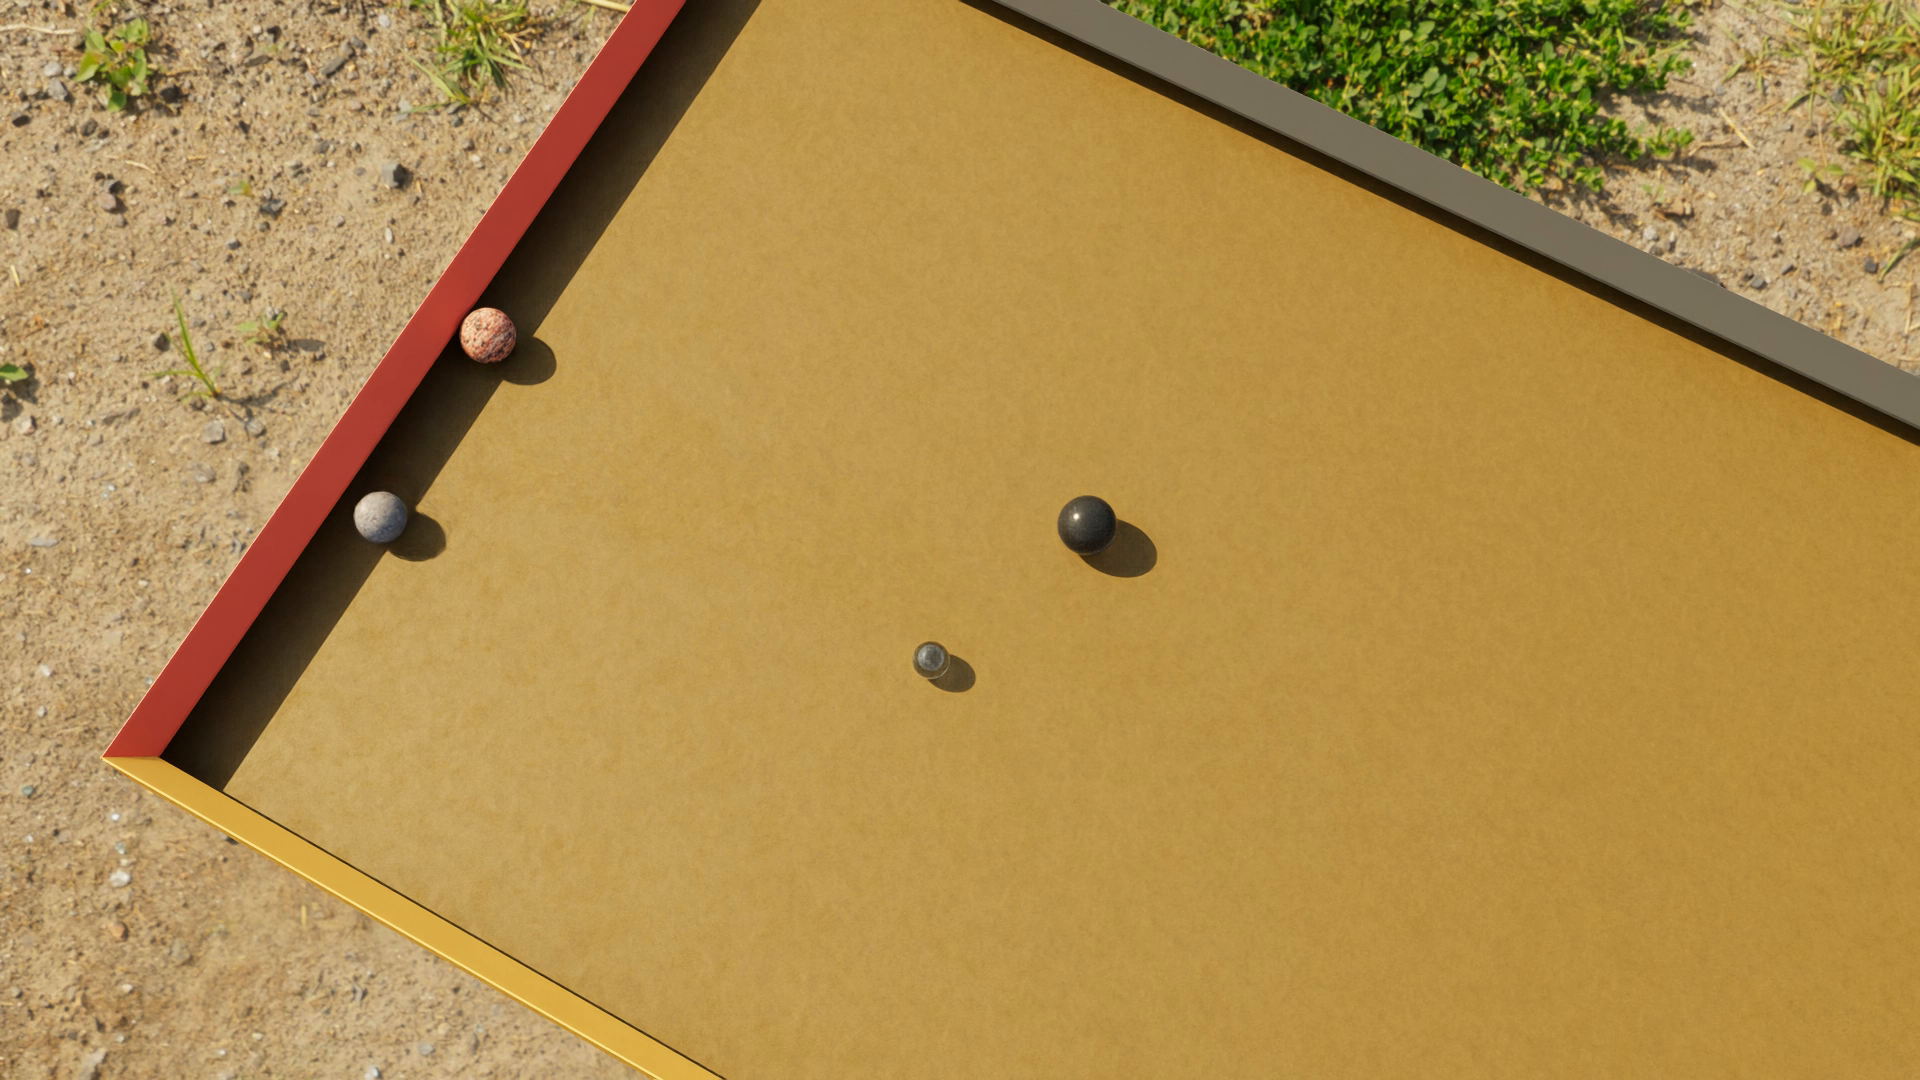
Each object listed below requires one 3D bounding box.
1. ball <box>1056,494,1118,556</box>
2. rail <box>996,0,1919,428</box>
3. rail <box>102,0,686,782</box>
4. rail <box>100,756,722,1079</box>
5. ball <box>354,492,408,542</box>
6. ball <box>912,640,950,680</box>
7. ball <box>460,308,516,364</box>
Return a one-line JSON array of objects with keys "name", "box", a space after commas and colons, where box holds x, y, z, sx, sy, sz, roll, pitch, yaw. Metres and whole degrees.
[{"name": "ball", "box": [0.200, -0.023, 3.453, 0.095, 0.095, 0.095, 0, 69, 0]}, {"name": "rail", "box": [1.256, -0.339, 3.556, 3.728, 0.124, 0.045, 27, 72, 10]}, {"name": "rail", "box": [-0.797, -0.416, 3.585, 0.045, 0.124, 1.876, 27, 72, 10]}, {"name": "rail", "box": [0.379, 1.161, 2.989, 3.728, 0.124, 0.045, 27, 72, 10]}, {"name": "ball", "box": [-0.912, -0.036, 3.465, 0.082, 0.082, 0.082, 0, 69, 0]}, {"name": "ball", "box": [-0.045, 0.185, 3.393, 0.059, 0.059, 0.059, 0, 69, 0]}, {"name": "ball", "box": [-0.767, -0.332, 3.572, 0.091, 0.091, 0.091, 0, 69, 0]}]
